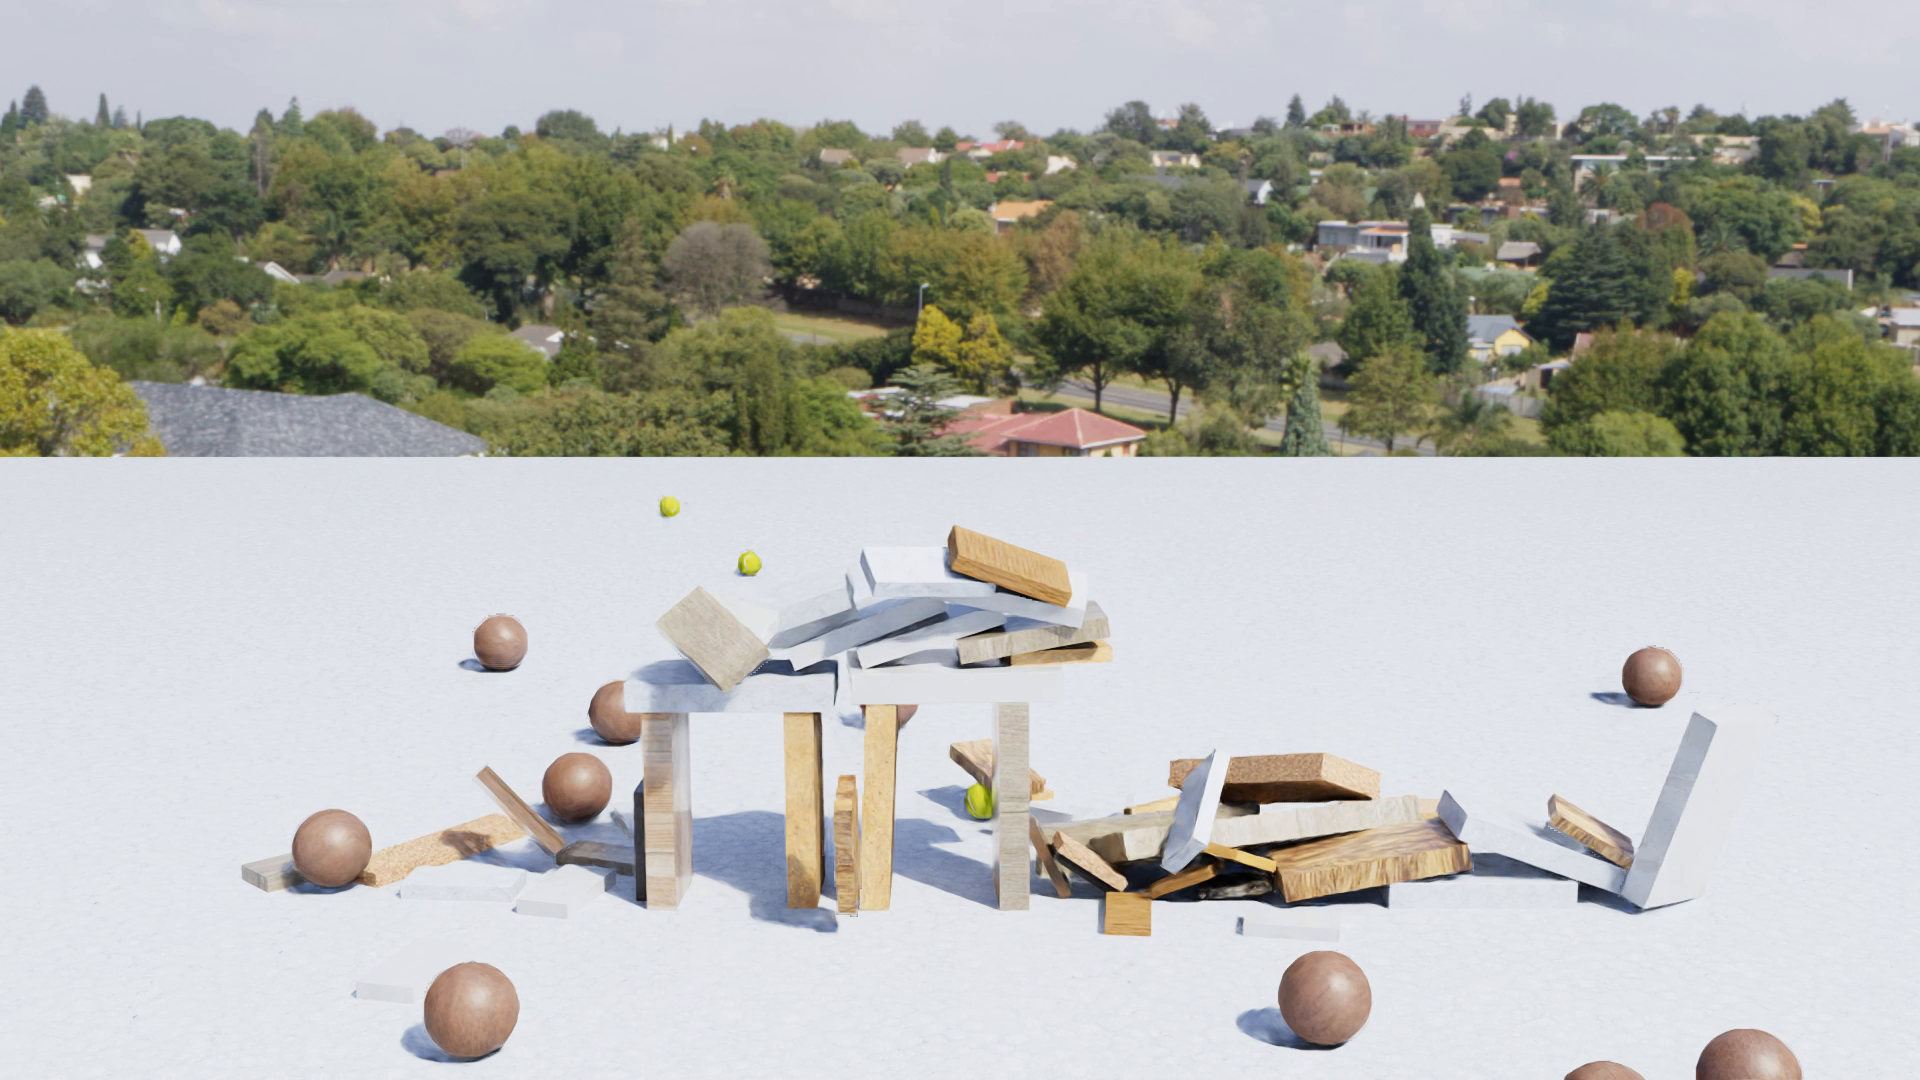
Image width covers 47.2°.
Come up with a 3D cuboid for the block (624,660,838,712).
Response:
[{"bbox_3d":[-0.370,0.238,3.604,0.334,0.047,0.167,0,11,0],"label":"block"}]

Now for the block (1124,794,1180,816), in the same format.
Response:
[{"bbox_3d":[0.364,0.503,3.893,0.171,0.086,0.024,-8,4,-37],"label":"block"}]

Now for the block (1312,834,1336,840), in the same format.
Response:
[{"bbox_3d":[0.701,0.531,3.914,0.095,0.027,0.190,-5,12,-25],"label":"block"}]

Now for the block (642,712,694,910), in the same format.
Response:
[{"bbox_3d":[-0.483,0.425,3.641,0.047,0.334,0.167,0,11,3],"label":"block"}]

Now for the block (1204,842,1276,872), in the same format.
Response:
[{"bbox_3d":[0.461,0.521,3.614,0.063,0.018,0.125,9,-10,41],"label":"block"}]

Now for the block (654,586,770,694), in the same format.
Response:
[{"bbox_3d":[-0.389,0.154,3.452,0.095,0.027,0.189,-40,49,-14],"label":"block"}]

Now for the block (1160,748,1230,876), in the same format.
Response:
[{"bbox_3d":[0.385,0.442,3.589,0.028,0.099,0.199,31,44,-7],"label":"block"}]

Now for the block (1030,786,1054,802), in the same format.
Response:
[{"bbox_3d":[0.137,0.480,4.223,0.048,0.014,0.095,-5,12,-24],"label":"block"}]

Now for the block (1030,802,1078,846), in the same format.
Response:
[{"bbox_3d":[0.141,0.508,3.910,0.146,0.073,0.021,7,13,33],"label":"block"}]

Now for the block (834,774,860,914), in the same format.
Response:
[{"bbox_3d":[-0.177,0.476,3.445,0.027,0.200,0.094,1,30,3],"label":"block"}]

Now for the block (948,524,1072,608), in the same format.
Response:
[{"bbox_3d":[0.079,0.042,3.522,0.199,0.028,0.099,19,26,-15],"label":"block"}]

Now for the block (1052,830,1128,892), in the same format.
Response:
[{"bbox_3d":[0.215,0.530,3.633,0.131,0.018,0.065,33,6,-11],"label":"block"}]

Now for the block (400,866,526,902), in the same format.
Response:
[{"bbox_3d":[-0.829,0.575,3.677,0.186,0.026,0.093,1,11,5],"label":"block"}]

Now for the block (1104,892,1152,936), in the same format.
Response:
[{"bbox_3d":[0.272,0.602,3.545,0.073,0.021,0.146,1,11,5],"label":"block"}]

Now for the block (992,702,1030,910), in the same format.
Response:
[{"bbox_3d":[0.083,0.419,3.642,0.049,0.346,0.173,-1,11,-3],"label":"block"}]

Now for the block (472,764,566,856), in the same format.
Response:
[{"bbox_3d":[-0.757,0.465,3.771,0.027,0.189,0.094,-46,4,-19],"label":"block"}]

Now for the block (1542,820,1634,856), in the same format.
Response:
[{"bbox_3d":[1.048,0.500,3.666,0.150,0.021,0.075,12,12,-39],"label":"block"}]

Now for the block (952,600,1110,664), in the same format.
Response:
[{"bbox_3d":[0.113,0.150,3.611,0.247,0.035,0.123,-10,12,-5],"label":"block"}]

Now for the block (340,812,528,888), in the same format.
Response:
[{"bbox_3d":[-0.915,0.542,3.857,0.091,0.026,0.350,7,13,35],"label":"block"}]

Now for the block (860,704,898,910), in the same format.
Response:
[{"bbox_3d":[-0.133,0.418,3.643,0.049,0.346,0.173,2,11,0],"label":"block"}]

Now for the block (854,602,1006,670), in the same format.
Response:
[{"bbox_3d":[-0.053,0.144,3.615,0.247,0.035,0.123,-18,12,-4],"label":"block"}]

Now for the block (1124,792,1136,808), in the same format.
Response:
[{"bbox_3d":[0.311,0.499,4.026,0.014,0.048,0.095,2,11,9],"label":"block"}]

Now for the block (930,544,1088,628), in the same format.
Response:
[{"bbox_3d":[0.082,0.074,3.579,0.247,0.035,0.123,11,28,-1],"label":"block"}]

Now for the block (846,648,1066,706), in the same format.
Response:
[{"bbox_3d":[-0.010,0.223,3.615,0.346,0.049,0.173,-1,11,-5],"label":"block"}]

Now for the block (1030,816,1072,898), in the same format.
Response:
[{"bbox_3d":[0.147,0.528,3.662,0.018,0.131,0.065,-26,10,4],"label":"block"}]

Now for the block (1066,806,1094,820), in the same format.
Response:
[{"bbox_3d":[0.211,0.512,4.054,0.048,0.014,0.095,4,11,21],"label":"block"}]

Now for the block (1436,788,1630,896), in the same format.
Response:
[{"bbox_3d":[0.960,0.504,3.666,0.307,0.043,0.153,19,9,-5],"label":"block"}]

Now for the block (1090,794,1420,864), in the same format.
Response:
[{"bbox_3d":[0.505,0.496,3.759,0.538,0.048,0.168,-5,-10,-17],"label":"block"}]

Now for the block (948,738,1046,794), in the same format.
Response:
[{"bbox_3d":[0.068,0.424,4.092,0.095,0.027,0.190,-5,21,-30],"label":"block"}]

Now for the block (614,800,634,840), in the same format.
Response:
[{"bbox_3d":[-0.582,0.511,4.031,0.080,0.023,0.159,-3,11,-17],"label":"block"}]

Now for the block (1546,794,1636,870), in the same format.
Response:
[{"bbox_3d":[1.036,0.479,3.611,0.150,0.021,0.075,31,23,-3],"label":"block"}]

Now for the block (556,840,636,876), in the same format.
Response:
[{"bbox_3d":[-0.612,0.551,3.815,0.159,0.023,0.080,4,11,22],"label":"block"}]

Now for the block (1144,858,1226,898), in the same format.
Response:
[{"bbox_3d":[0.372,0.560,3.635,0.125,0.018,0.063,-25,-3,30],"label":"block"}]

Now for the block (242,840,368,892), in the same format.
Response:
[{"bbox_3d":[-1.121,0.558,3.767,0.186,0.026,0.093,-10,15,-43],"label":"block"}]

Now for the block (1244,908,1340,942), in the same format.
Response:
[{"bbox_3d":[0.528,0.611,3.496,0.150,0.021,0.075,2,11,10],"label":"block"}]

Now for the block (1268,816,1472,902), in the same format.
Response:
[{"bbox_3d":[0.678,0.529,3.659,0.307,0.043,0.153,-10,10,0],"label":"block"}]

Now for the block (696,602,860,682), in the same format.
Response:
[{"bbox_3d":[-0.309,0.148,3.608,0.268,0.038,0.134,-24,16,-12],"label":"block"}]

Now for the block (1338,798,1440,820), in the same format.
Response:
[{"bbox_3d":[0.791,0.494,3.978,0.190,0.027,0.095,1,9,-11],"label":"block"}]

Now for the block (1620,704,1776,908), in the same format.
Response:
[{"bbox_3d":[1.196,0.431,3.563,0.168,0.337,0.048,-1,25,-39],"label":"block"}]

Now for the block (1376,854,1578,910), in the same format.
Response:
[{"bbox_3d":[0.855,0.568,3.668,0.307,0.043,0.153,0,11,0],"label":"block"}]

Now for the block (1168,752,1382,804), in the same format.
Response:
[{"bbox_3d":[0.553,0.423,3.884,0.168,0.048,0.337,22,-21,-41],"label":"block"}]

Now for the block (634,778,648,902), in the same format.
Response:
[{"bbox_3d":[-0.520,0.496,3.662,0.026,0.186,0.093,0,11,3],"label":"block"}]

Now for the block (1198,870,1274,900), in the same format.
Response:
[{"bbox_3d":[0.459,0.574,3.661,0.125,0.018,0.063,-7,10,5],"label":"block"}]

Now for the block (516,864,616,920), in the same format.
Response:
[{"bbox_3d":[-0.651,0.581,3.644,0.091,0.026,0.182,3,11,16],"label":"block"}]

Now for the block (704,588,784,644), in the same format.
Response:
[{"bbox_3d":[-0.368,0.132,3.497,0.159,0.023,0.080,17,59,31],"label":"block"}]

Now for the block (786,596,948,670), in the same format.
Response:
[{"bbox_3d":[-0.159,0.133,3.625,0.268,0.038,0.134,-22,12,-4],"label":"block"}]

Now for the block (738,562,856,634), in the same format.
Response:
[{"bbox_3d":[-0.305,0.115,3.573,0.268,0.038,0.134,-19,16,5],"label":"block"}]

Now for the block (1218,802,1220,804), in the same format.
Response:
[{"bbox_3d":[0.484,0.501,4.090,0.146,0.021,0.073,-10,15,-44],"label":"block"}]

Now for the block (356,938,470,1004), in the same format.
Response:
[{"bbox_3d":[-0.818,0.646,3.298,0.091,0.026,0.182,3,11,14],"label":"block"}]

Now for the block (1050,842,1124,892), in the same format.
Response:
[{"bbox_3d":[0.211,0.547,3.659,0.131,0.018,0.065,34,8,-7],"label":"block"}]

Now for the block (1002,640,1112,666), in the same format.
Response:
[{"bbox_3d":[0.158,0.183,3.631,0.171,0.024,0.085,-2,11,-12],"label":"block"}]

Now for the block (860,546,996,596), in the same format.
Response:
[{"bbox_3d":[-0.051,0.051,3.505,0.199,0.028,0.099,0,33,-18],"label":"block"}]

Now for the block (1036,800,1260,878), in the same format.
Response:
[{"bbox_3d":[0.329,0.518,3.821,0.417,0.086,0.024,-4,11,-20],"label":"block"}]

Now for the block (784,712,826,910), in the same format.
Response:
[{"bbox_3d":[-0.257,0.424,3.646,0.047,0.334,0.167,0,11,1],"label":"block"}]
